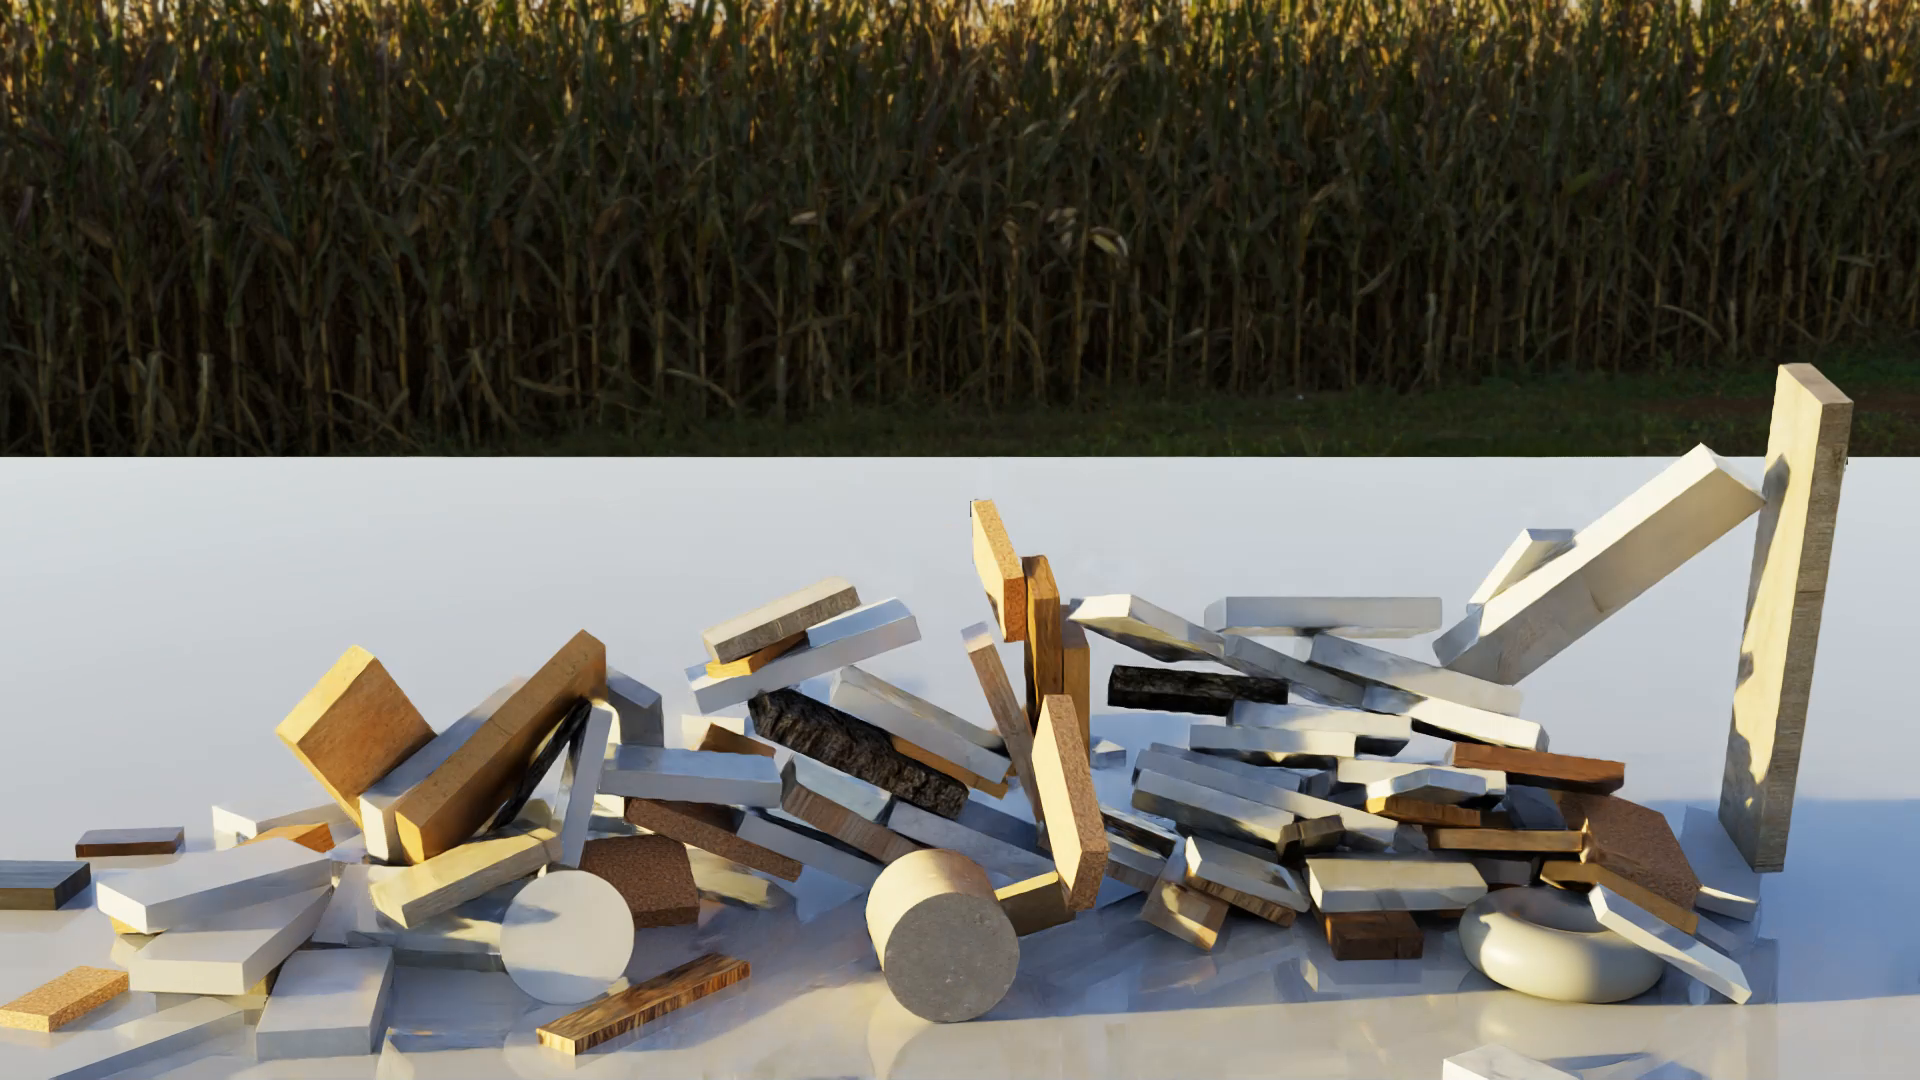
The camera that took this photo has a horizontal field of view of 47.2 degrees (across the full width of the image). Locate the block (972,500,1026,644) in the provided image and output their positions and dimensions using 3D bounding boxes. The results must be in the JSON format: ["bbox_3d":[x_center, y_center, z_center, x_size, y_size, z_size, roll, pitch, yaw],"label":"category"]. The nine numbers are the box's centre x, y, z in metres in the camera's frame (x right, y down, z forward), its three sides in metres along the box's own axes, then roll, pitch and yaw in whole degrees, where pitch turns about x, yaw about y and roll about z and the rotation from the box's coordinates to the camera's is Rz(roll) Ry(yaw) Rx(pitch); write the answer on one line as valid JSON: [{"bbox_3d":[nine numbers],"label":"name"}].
[{"bbox_3d":[0.064,0.049,3.633,0.035,0.123,0.247,-8,32,-8],"label":"block"}]

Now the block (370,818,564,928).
[{"bbox_3d":[-0.743,0.499,3.318,0.259,0.037,0.130,-23,18,-31],"label":"block"}]

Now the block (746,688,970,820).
[{"bbox_3d":[-0.169,0.339,3.601,0.359,0.051,0.180,25,7,-14],"label":"block"}]

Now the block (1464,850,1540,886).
[{"bbox_3d":[0.902,0.539,3.706,0.132,0.037,0.264,3,0,18],"label":"block"}]

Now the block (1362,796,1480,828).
[{"bbox_3d":[0.743,0.440,3.541,0.166,0.023,0.083,10,-15,-12],"label":"block"}]

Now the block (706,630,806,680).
[{"bbox_3d":[-0.331,0.179,3.581,0.085,0.024,0.169,-8,16,32],"label":"block"}]

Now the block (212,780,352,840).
[{"bbox_3d":[-1.210,0.494,4.071,0.147,0.042,0.293,9,14,41],"label":"block"}]

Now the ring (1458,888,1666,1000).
[{"bbox_3d":[0.904,0.606,3.306,0.303,0.101,0.303,4,10,-1],"label":"ring"}]

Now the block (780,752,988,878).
[{"bbox_3d":[-0.129,0.479,3.649,0.359,0.051,0.180,29,6,-11],"label":"block"}]

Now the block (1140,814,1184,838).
[{"bbox_3d":[0.395,0.523,3.978,0.069,0.020,0.139,-7,13,-33],"label":"block"}]

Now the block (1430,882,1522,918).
[{"bbox_3d":[0.834,0.579,3.539,0.168,0.024,0.084,-2,7,-14],"label":"block"}]

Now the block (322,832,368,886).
[{"bbox_3d":[-0.907,0.555,3.725,0.337,0.048,0.168,4,11,22],"label":"block"}]

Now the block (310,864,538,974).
[{"bbox_3d":[-0.819,0.582,3.391,0.316,0.045,0.158,2,40,10],"label":"block"}]

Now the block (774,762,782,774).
[{"bbox_3d":[-0.365,0.480,4.162,0.131,0.037,0.263,-5,12,-24],"label":"block"}]

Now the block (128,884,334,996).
[{"bbox_3d":[-1.079,0.589,3.282,0.168,0.048,0.337,1,11,6],"label":"block"}]

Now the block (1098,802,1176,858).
[{"bbox_3d":[0.252,0.476,3.742,0.222,0.031,0.111,22,2,-4],"label":"block"}]

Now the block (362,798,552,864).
[{"bbox_3d":[-0.792,0.530,3.580,0.316,0.045,0.158,-16,41,-31],"label":"block"}]

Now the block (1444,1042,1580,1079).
[{"bbox_3d":[0.746,0.720,2.893,0.101,0.029,0.202,-7,13,-34],"label":"block"}]

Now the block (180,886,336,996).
[{"bbox_3d":[-1.095,0.615,3.404,0.168,0.048,0.337,1,11,4],"label":"block"}]

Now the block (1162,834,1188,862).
[{"bbox_3d":[0.393,0.554,3.775,0.111,0.031,0.222,-8,13,-38],"label":"block"}]

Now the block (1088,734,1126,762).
[{"bbox_3d":[0.280,0.425,4.505,0.065,0.018,0.130,-5,12,-25],"label":"block"}]

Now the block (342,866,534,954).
[{"bbox_3d":[-0.790,0.562,3.347,0.259,0.037,0.130,1,40,9],"label":"block"}]

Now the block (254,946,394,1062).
[{"bbox_3d":[-0.908,0.663,3.160,0.152,0.043,0.304,-2,11,-8],"label":"block"}]

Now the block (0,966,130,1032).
[{"bbox_3d":[-1.299,0.666,3.194,0.087,0.025,0.175,3,11,18],"label":"block"}]

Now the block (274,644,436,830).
[{"bbox_3d":[-0.920,0.333,3.453,0.050,0.352,0.176,25,64,29],"label":"block"}]

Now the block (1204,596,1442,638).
[{"bbox_3d":[0.595,0.128,3.622,0.354,0.050,0.177,1,-8,-5],"label":"block"}]

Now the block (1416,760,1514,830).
[{"bbox_3d":[0.859,0.439,3.781,0.121,0.034,0.241,-4,15,-29],"label":"block"}]

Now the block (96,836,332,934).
[{"bbox_3d":[-1.140,0.526,3.372,0.152,0.043,0.304,10,14,43],"label":"block"}]

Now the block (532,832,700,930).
[{"bbox_3d":[-0.589,0.556,3.521,0.316,0.045,0.158,-4,43,-19],"label":"block"}]

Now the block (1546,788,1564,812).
[{"bbox_3d":[1.043,0.480,3.982,0.197,0.099,0.028,8,-1,36],"label":"block"}]

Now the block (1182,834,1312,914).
[{"bbox_3d":[0.464,0.538,3.550,0.198,0.028,0.099,20,14,-10],"label":"block"}]

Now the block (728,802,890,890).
[{"bbox_3d":[-0.232,0.502,3.647,0.302,0.043,0.151,24,6,-14],"label":"block"}]

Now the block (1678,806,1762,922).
[{"bbox_3d":[1.264,0.536,3.664,0.136,0.039,0.273,15,25,18],"label":"block"}]

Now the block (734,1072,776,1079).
[{"bbox_3d":[-0.271,0.728,2.884,0.054,0.015,0.108,-1,11,-3],"label":"block"}]

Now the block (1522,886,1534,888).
[{"bbox_3d":[0.934,0.577,3.452,0.103,0.051,0.015,9,32,24],"label":"block"}]

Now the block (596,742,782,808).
[{"bbox_3d":[-0.452,0.386,3.616,0.301,0.043,0.151,6,10,-13],"label":"block"}]

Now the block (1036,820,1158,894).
[{"bbox_3d":[0.235,0.522,3.660,0.222,0.031,0.111,23,9,-3],"label":"block"}]

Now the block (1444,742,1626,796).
[{"bbox_3d":[0.939,0.376,3.612,0.269,0.038,0.135,7,-13,6],"label":"block"}]

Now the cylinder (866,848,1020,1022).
[{"bbox_3d":[-0.028,0.575,3.213,0.195,0.195,0.195,-2,11,-9],"label":"cylinder"}]

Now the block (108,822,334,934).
[{"bbox_3d":[-1.193,0.546,3.561,0.152,0.043,0.328,-10,11,38],"label":"block"}]

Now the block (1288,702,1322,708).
[{"bbox_3d":[0.710,0.373,4.777,0.148,0.021,0.074,5,12,27],"label":"block"}]

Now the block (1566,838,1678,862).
[{"bbox_3d":[1.162,0.562,3.716,0.273,0.039,0.136,-5,12,-26],"label":"block"}]

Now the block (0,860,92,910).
[{"bbox_3d":[-1.607,0.573,3.657,0.269,0.038,0.135,0,11,3],"label":"block"}]

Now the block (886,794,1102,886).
[{"bbox_3d":[0.056,0.496,3.656,0.359,0.051,0.180,22,8,-3],"label":"block"}]

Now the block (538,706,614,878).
[{"bbox_3d":[-0.611,0.414,3.484,0.037,0.276,0.130,19,-36,-16],"label":"block"}]

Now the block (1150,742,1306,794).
[{"bbox_3d":[0.447,0.401,3.685,0.255,0.036,0.127,12,-19,17],"label":"block"}]

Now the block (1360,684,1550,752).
[{"bbox_3d":[0.823,0.305,3.652,0.288,0.041,0.144,13,-10,24],"label":"block"}]

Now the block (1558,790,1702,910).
[{"bbox_3d":[1.083,0.492,3.573,0.167,0.047,0.334,20,14,3],"label":"block"}]

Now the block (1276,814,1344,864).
[{"bbox_3d":[0.558,0.478,3.515,0.092,0.026,0.184,-13,-19,0],"label":"block"}]

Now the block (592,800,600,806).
[{"bbox_3d":[-0.673,0.373,4.104,0.035,0.124,0.248,2,27,-1],"label":"block"}]

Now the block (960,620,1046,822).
[{"bbox_3d":[0.083,0.297,3.620,0.044,0.308,0.154,-22,12,0],"label":"block"}]

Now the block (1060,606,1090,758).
[{"bbox_3d":[0.180,0.269,3.621,0.041,0.290,0.145,-4,27,-5],"label":"block"}]

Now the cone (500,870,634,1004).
[{"bbox_3d":[-0.580,0.610,3.321,0.196,0.196,0.196,0,-16,-2],"label":"cone"}]

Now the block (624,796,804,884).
[{"bbox_3d":[-0.408,0.473,3.639,0.301,0.043,0.151,22,7,-12],"label":"block"}]
